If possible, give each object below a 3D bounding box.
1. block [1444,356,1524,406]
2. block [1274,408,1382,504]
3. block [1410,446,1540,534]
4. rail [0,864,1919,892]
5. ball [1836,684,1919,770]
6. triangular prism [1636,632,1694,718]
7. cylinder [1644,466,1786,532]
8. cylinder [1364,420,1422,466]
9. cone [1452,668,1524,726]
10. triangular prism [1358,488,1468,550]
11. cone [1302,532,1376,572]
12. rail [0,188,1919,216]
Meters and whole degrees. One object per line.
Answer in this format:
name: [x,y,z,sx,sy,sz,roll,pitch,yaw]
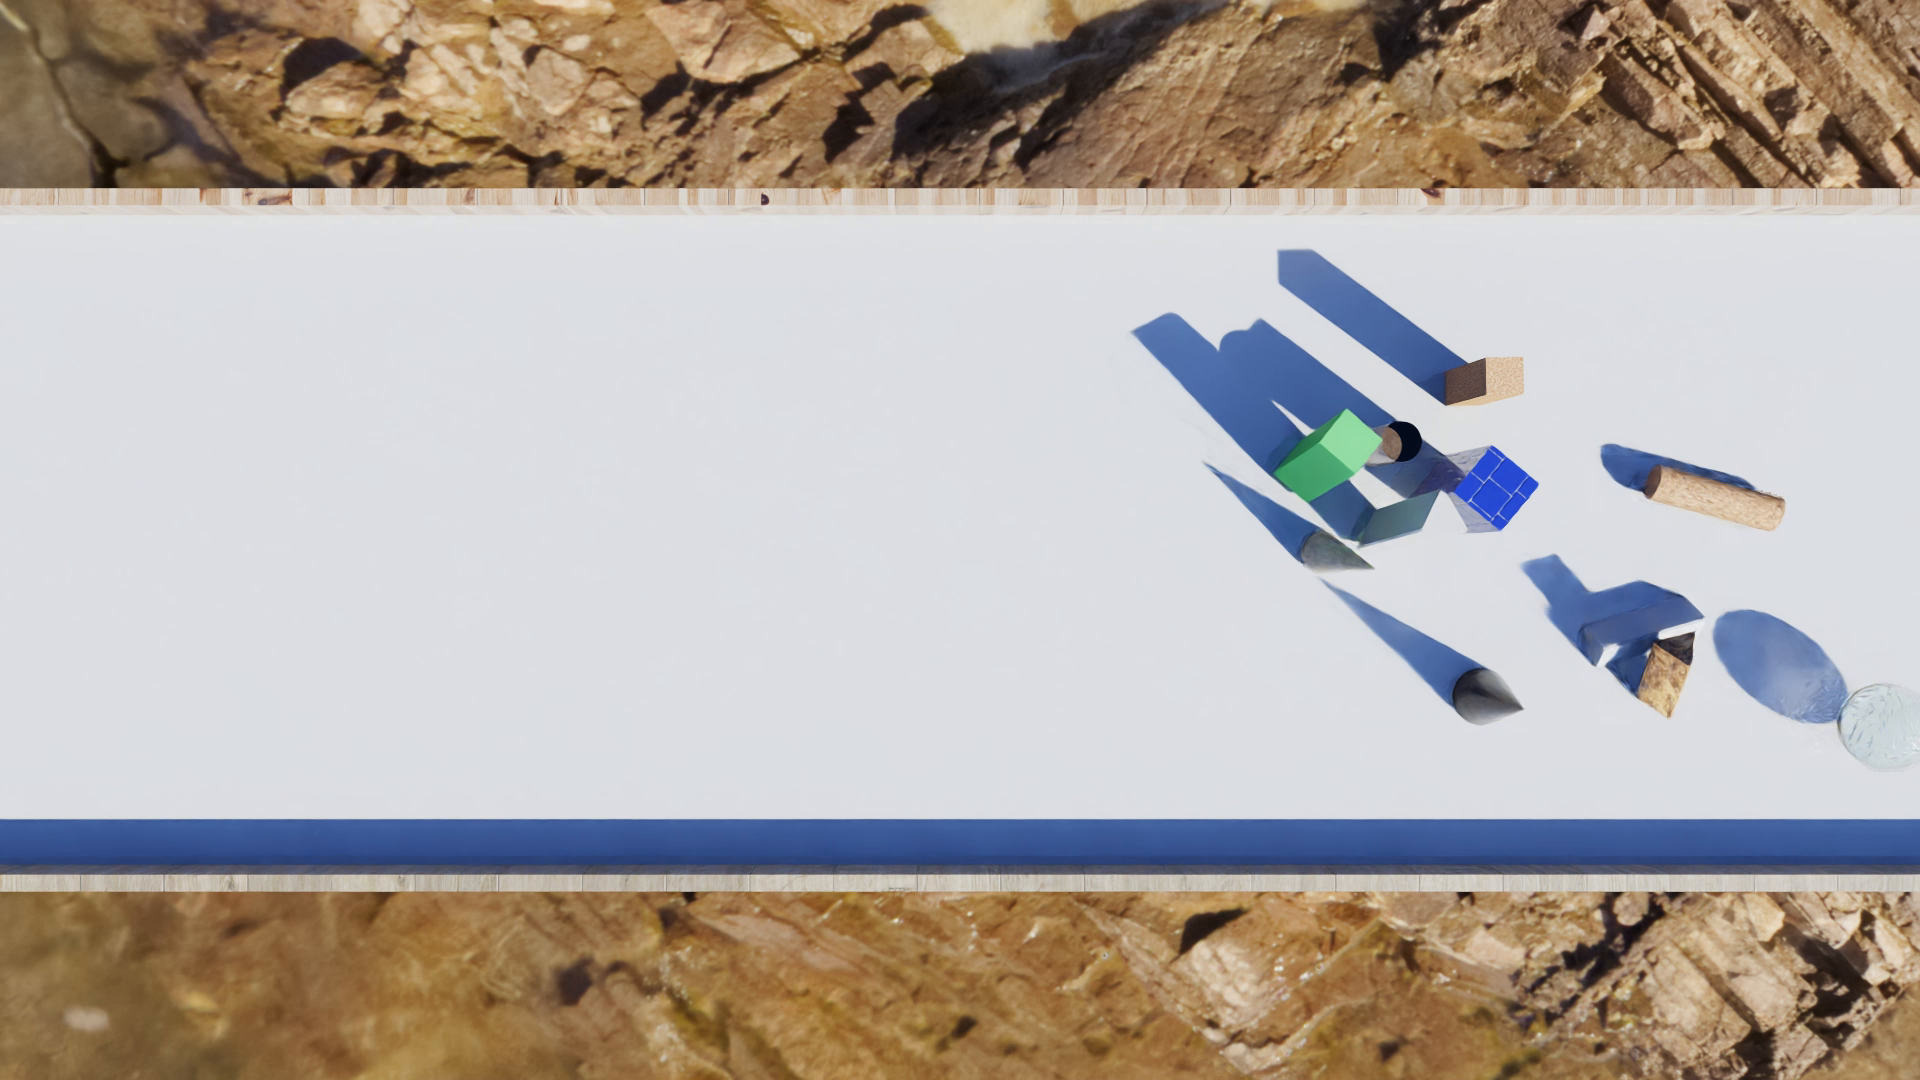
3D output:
block: [1.546,-0.466,4.878,0.106,0.397,0.106,-1,90,0]
block: [1.084,-0.245,4.884,0.138,0.362,0.138,41,74,0]
block: [1.505,-0.143,4.853,0.174,0.443,0.174,40,89,0]
rail: [-2.247,1.025,5.001,12.000,0.150,0.050,0,90,0]
ball: [2.750,0.555,4.902,0.257,0.257,0.257,0,90,0]
triangular prism: [2.135,0.392,4.939,0.104,0.305,0.121,-38,56,-18]
cylinder: [2.296,-0.126,5.022,0.386,0.108,0.108,15,90,0]
cylinder: [1.272,-0.284,4.916,0.119,0.321,0.119,0,90,0]
cone: [1.603,0.482,4.876,0.176,0.400,0.176,0,90,0]
triangular prism: [1.328,-0.061,4.874,0.140,0.401,0.122,1,82,-13]
cone: [1.149,0.059,4.890,0.126,0.350,0.126,-2,98,-14]
rail: [-2.247,-1.025,5.002,12.000,0.150,0.050,0,90,0]
